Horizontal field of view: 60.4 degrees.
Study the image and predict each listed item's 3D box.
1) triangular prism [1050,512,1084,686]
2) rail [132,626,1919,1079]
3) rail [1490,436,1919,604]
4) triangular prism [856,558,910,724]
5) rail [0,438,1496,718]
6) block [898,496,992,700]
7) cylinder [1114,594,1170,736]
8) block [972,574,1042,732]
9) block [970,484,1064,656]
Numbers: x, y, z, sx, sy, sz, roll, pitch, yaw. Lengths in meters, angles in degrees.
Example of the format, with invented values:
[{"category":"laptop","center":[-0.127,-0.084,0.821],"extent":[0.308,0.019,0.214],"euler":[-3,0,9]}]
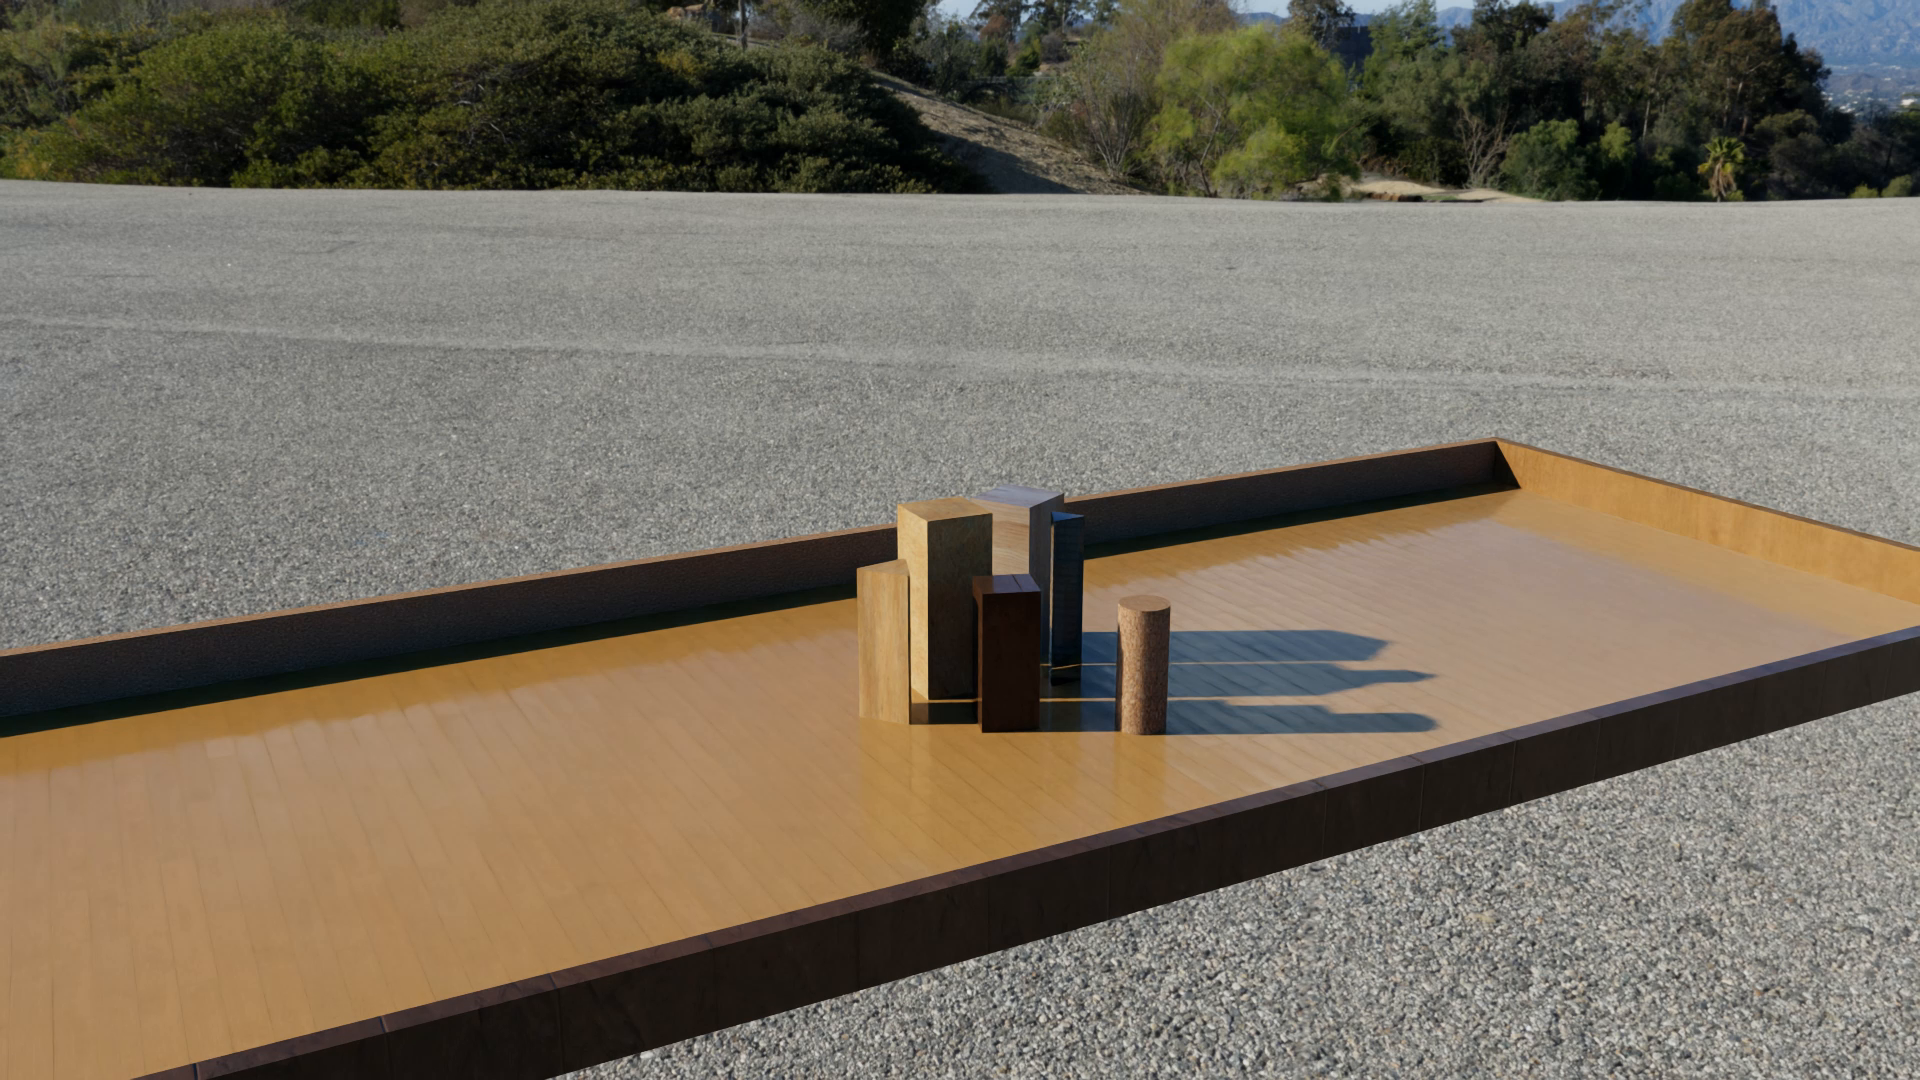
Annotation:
[{"category":"triangular prism","center":[0.248,0.143,4.107],"extent":[0.089,0.428,0.077],"euler":[-10,19,-30]},{"category":"rail","center":[-2.336,1.006,1.665],"extent":[12.000,0.150,0.050],"euler":[-9,18,-27]},{"category":"rail","center":[2.466,-0.048,5.253],"extent":[0.050,0.150,2.100],"euler":[-9,18,-27]},{"category":"triangular prism","center":[-0.155,0.235,3.904],"extent":[0.135,0.367,0.117],"euler":[7,18,22]},{"category":"rail","center":[-3.305,0.497,3.399],"extent":[12.000,0.150,0.050],"euler":[-9,18,-27]},{"category":"block","center":[-0.038,0.141,4.074],"extent":[0.174,0.453,0.174],"euler":[-8,18,-25]},{"category":"cylinder","center":[0.424,0.290,3.831],"extent":[0.120,0.303,0.120],"euler":[0,16,0]},{"category":"block","center":[0.107,0.263,3.856],"extent":[0.135,0.340,0.135],"euler":[-3,17,-9]},{"category":"block","center":[0.150,0.086,4.319],"extent":[0.176,0.419,0.176],"euler":[10,19,32]}]
